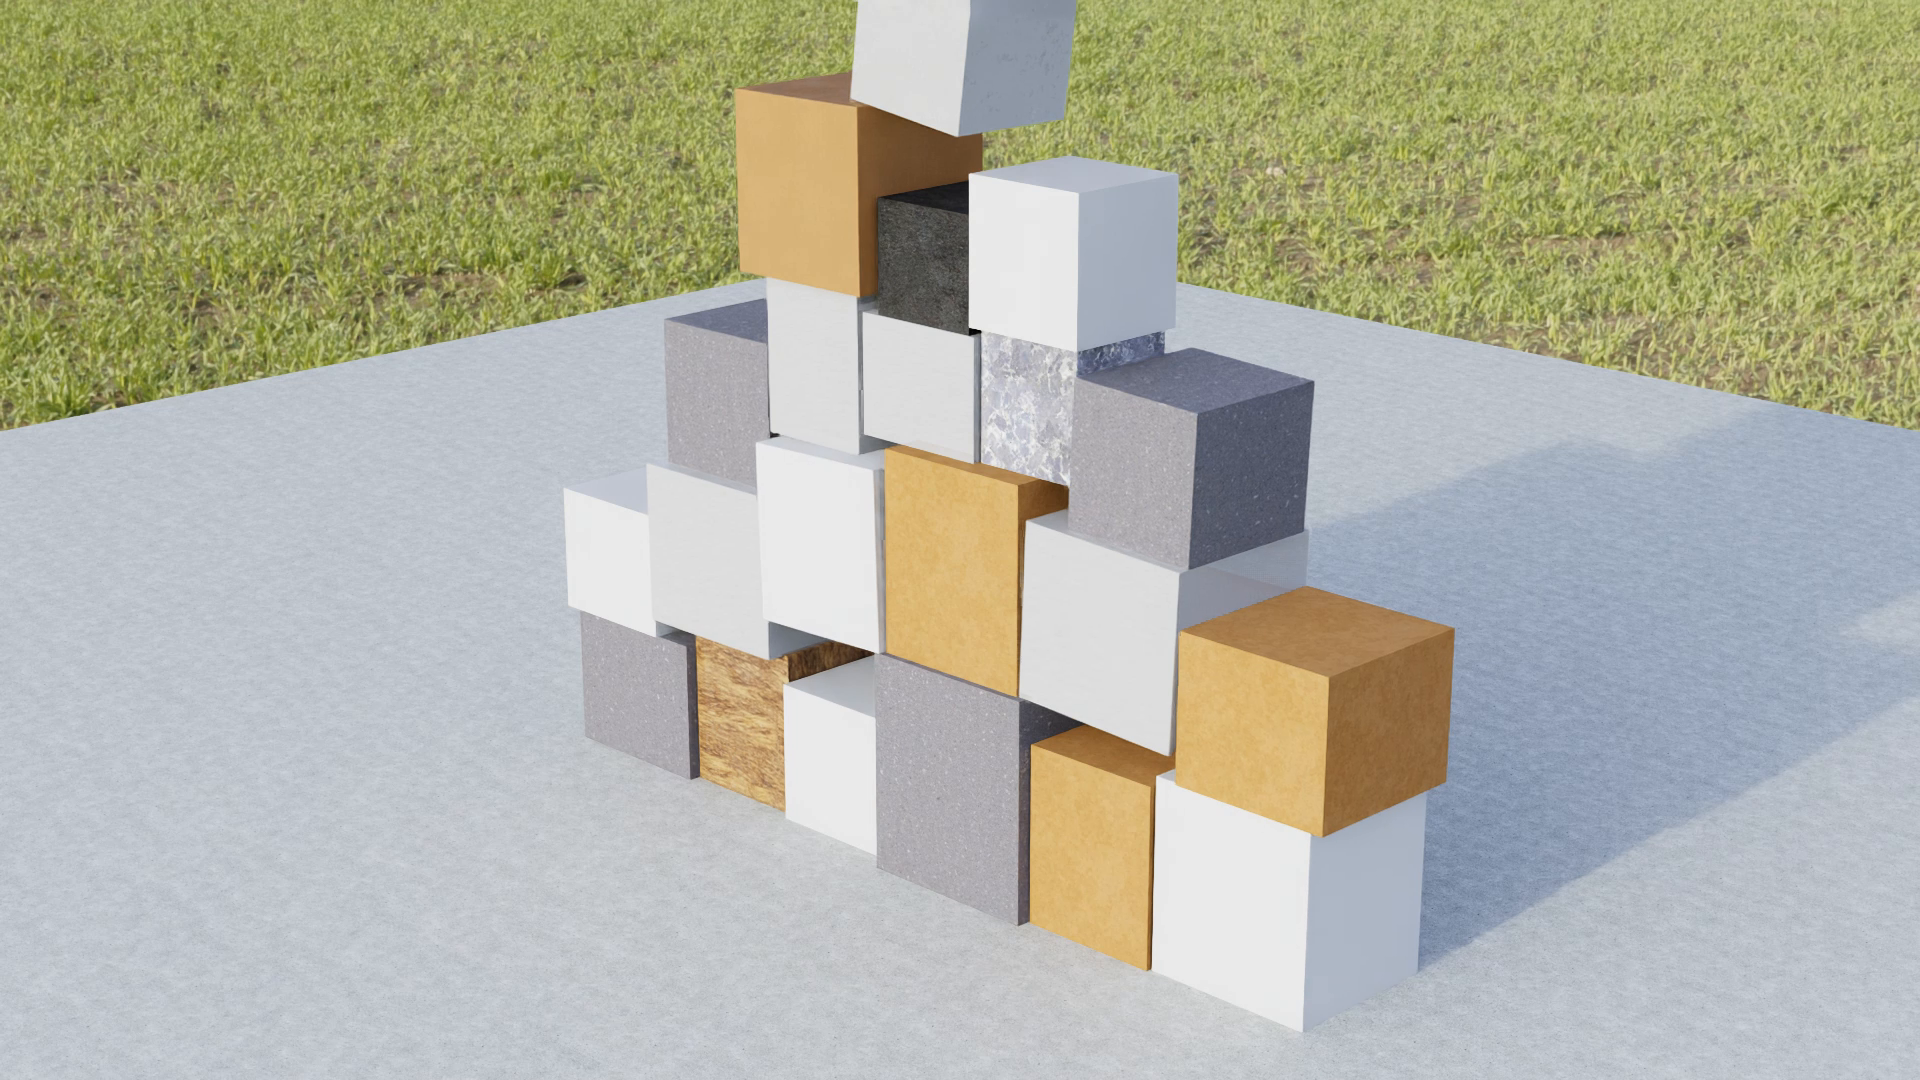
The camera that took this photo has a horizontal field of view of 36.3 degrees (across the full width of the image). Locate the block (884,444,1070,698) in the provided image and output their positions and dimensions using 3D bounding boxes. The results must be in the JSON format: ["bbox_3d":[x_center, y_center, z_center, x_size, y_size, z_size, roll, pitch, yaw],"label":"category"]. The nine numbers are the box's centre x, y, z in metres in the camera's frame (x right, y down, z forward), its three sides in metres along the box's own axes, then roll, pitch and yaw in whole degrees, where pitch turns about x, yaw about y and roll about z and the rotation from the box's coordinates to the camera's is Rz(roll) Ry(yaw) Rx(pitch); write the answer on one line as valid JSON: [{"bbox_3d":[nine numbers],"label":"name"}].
[{"bbox_3d":[0.267,0.045,13.094,0.880,0.953,0.814,-17,24,-42],"label":"block"}]

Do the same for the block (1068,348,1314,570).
[{"bbox_3d":[0.961,-0.353,12.237,0.745,0.662,0.669,-17,26,-42],"label":"block"}]

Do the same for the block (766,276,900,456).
[{"bbox_3d":[-0.446,-0.868,13.518,0.630,0.754,0.602,-17,24,-42],"label":"block"}]

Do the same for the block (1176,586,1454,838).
[{"bbox_3d":[1.456,0.688,12.055,0.770,0.677,0.826,17,24,42],"label":"block"}]

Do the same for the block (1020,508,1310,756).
[{"bbox_3d":[0.867,0.317,12.535,0.841,0.804,0.857,-17,26,-42],"label":"block"}]

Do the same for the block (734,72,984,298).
[{"bbox_3d":[-0.452,-1.631,13.293,0.777,0.835,0.801,-17,24,-42],"label":"block"}]

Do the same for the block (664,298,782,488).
[{"bbox_3d":[-0.913,-0.711,14.076,0.670,0.707,0.747,-17,24,-42],"label":"block"}]

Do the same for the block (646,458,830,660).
[{"bbox_3d":[-0.922,0.012,14.285,0.865,0.798,0.813,16,24,43],"label":"block"}]

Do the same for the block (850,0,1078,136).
[{"bbox_3d":[0.017,-2.159,12.667,0.654,0.605,0.668,-17,32,-42],"label":"block"}]

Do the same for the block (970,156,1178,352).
[{"bbox_3d":[0.480,-1.225,12.434,0.621,0.663,0.627,-17,24,-42],"label":"block"}]

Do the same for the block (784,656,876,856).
[{"bbox_3d":[-0.315,1.008,13.997,0.751,0.684,0.724,-17,24,-42],"label":"block"}]

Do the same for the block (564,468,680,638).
[{"bbox_3d":[-1.478,0.029,14.871,0.764,0.624,0.698,-17,24,-42],"label":"block"}]

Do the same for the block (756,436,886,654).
[{"bbox_3d":[-0.332,-0.065,13.653,0.909,0.853,0.786,-17,22,-42],"label":"block"}]

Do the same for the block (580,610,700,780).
[{"bbox_3d":[-1.373,0.689,14.980,0.743,0.702,0.839,-17,24,-42],"label":"block"}]

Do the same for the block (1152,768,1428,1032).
[{"bbox_3d":[1.383,1.414,12.356,0.779,0.890,0.816,-17,24,-42],"label":"block"}]

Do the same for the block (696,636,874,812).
[{"bbox_3d":[-0.827,0.799,14.451,0.641,0.806,0.677,-17,24,-42],"label":"block"}]

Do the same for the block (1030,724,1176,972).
[{"bbox_3d":[0.837,1.276,12.873,0.809,0.845,0.689,-17,24,-42],"label":"block"}]

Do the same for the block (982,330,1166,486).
[{"bbox_3d":[0.485,-0.621,12.622,0.552,0.601,0.558,-17,24,-42],"label":"block"}]

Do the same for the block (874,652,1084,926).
[{"bbox_3d":[0.250,1.011,13.369,0.890,1.055,0.904,-17,24,-42],"label":"block"}]

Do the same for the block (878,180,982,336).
[{"bbox_3d":[0.055,-1.249,12.878,0.610,0.525,0.563,-17,24,-42],"label":"block"}]

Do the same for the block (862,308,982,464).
[{"bbox_3d":[0.041,-0.738,13.061,0.642,0.561,0.691,-17,24,-42],"label":"block"}]
